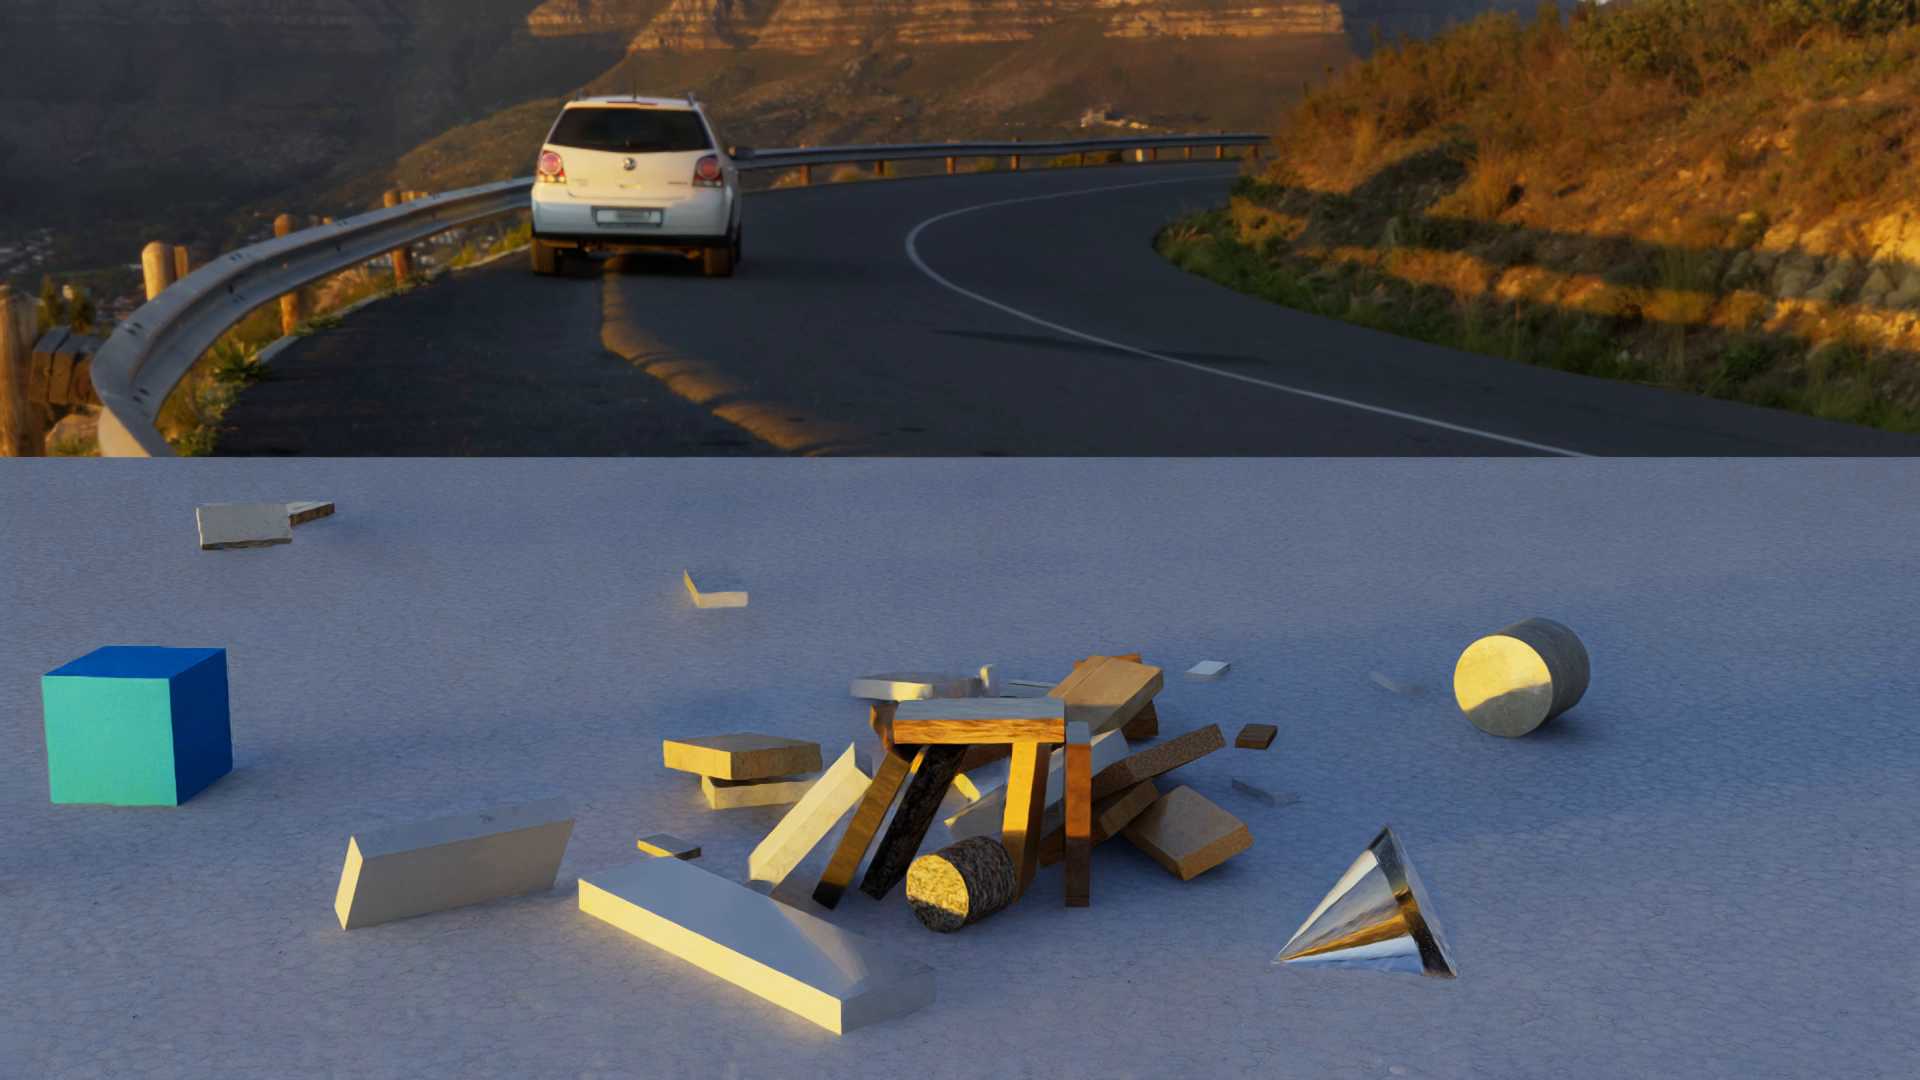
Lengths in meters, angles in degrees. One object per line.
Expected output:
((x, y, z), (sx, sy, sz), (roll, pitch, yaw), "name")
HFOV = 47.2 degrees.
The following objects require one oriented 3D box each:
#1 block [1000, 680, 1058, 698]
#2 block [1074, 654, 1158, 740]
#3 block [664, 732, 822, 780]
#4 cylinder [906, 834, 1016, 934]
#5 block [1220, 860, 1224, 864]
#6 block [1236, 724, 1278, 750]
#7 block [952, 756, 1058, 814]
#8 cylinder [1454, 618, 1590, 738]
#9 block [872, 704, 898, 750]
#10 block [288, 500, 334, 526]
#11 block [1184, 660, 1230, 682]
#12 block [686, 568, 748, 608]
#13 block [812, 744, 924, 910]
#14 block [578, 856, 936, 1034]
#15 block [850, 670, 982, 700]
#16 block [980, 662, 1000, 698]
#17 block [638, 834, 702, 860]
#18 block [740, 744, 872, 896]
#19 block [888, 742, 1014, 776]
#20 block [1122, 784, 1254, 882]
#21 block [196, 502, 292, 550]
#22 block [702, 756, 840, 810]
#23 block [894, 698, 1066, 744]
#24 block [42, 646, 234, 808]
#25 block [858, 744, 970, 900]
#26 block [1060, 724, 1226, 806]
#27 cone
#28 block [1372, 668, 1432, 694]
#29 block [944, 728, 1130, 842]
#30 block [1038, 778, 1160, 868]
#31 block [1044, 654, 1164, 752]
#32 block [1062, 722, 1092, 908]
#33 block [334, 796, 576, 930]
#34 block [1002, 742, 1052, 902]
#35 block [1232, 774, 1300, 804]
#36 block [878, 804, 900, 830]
((0.226, 0.356, 4.819), (0.290, 0.041, 0.145), (5, 11, 24), "block")
((0.331, 0.336, 4.691), (0.145, 0.041, 0.290), (-7, 25, 0), "block")
((-0.418, 0.411, 4.195), (0.180, 0.051, 0.359), (-3, 0, -27), "block")
((0.002, 0.551, 3.529), (0.127, 0.127, 0.127), (8, 13, 37), "cylinder")
((0.406, 0.540, 3.880), (0.076, 0.022, 0.152), (-2, 11, -11), "block")
((0.619, 0.410, 4.589), (0.064, 0.018, 0.129), (3, 11, 18), "block")
((0.078, 0.464, 4.233), (0.147, 0.042, 0.304), (-2, 11, -13), "block")
((1.200, 0.291, 4.688), (0.216, 0.216, 0.216), (8, 13, 35), "cylinder")
((-0.089, 0.399, 4.585), (0.147, 0.042, 0.293), (-2, 11, -11), "block")
((-2.183, -0.086, 7.205), (0.132, 0.037, 0.264), (3, 11, 18), "block")
((0.579, 0.307, 5.142), (0.064, 0.018, 0.129), (5, 12, 25), "block")
((-0.672, 0.129, 6.049), (0.132, 0.037, 0.339), (-2, 11, -13), "block")
((-0.150, 0.459, 3.627), (0.040, 0.285, 0.143), (28, 14, 3), "block")
((-0.328, 0.614, 3.401), (0.180, 0.051, 0.685), (-9, 14, -41), "block")
((-0.095, 0.324, 4.858), (0.147, 0.042, 0.293), (-6, 4, -39), "block")
((0.068, 0.328, 4.774), (0.016, 0.112, 0.056), (-2, 9, 24), "block")
((-0.512, 0.543, 3.879), (0.056, 0.016, 0.112), (-10, 14, -43), "block")
((-0.256, 0.472, 3.653), (0.040, 0.285, 0.143), (42, 6, -9), "block")
((0.018, 0.402, 4.342), (0.145, 0.041, 0.331), (8, 13, 37), "block")
((0.391, 0.508, 3.837), (0.138, 0.039, 0.276), (-26, 15, -12), "block")
((-2.193, -0.044, 6.743), (0.264, 0.132, 0.037), (-5, -30, -25), "block")
((-0.343, 0.465, 4.229), (0.285, 0.040, 0.143), (-3, 11, -16), "block")
((0.034, 0.297, 3.622), (0.276, 0.039, 0.138), (-1, 10, 4), "block")
((-1.584, 0.356, 4.250), (0.248, 0.248, 0.248), (1, 11, 6), "block")
((-0.074, 0.456, 3.663), (0.039, 0.276, 0.138), (29, 17, 10), "block")
((0.347, 0.430, 4.163), (0.169, 0.048, 0.338), (-30, -10, 36), "block")
((0.585, 0.595, 3.335), (0.251, 0.251, 0.251), (-25, 6, 11), "cone")
((1.011, 0.324, 5.043), (0.076, 0.022, 0.152), (-3, 11, -14), "block")
((0.143, 0.445, 3.980), (0.169, 0.048, 0.338), (-24, 2, 44), "block")
((0.243, 0.497, 3.887), (0.138, 0.039, 0.276), (-28, -2, 25), "block")
((0.267, 0.348, 4.574), (0.169, 0.048, 0.338), (10, 30, 33), "block")
((0.193, 0.453, 3.648), (0.039, 0.276, 0.138), (0, 11, 1), "block")
((-0.815, 0.521, 3.560), (0.359, 0.180, 0.051), (-7, 48, -34), "block")
((0.108, 0.448, 3.671), (0.039, 0.276, 0.138), (9, 12, 13), "block")
((0.587, 0.478, 4.220), (0.064, 0.018, 0.129), (-6, 12, -30), "block")
((-0.109, 0.511, 4.051), (0.056, 0.016, 0.112), (3, 11, 16), "block")
